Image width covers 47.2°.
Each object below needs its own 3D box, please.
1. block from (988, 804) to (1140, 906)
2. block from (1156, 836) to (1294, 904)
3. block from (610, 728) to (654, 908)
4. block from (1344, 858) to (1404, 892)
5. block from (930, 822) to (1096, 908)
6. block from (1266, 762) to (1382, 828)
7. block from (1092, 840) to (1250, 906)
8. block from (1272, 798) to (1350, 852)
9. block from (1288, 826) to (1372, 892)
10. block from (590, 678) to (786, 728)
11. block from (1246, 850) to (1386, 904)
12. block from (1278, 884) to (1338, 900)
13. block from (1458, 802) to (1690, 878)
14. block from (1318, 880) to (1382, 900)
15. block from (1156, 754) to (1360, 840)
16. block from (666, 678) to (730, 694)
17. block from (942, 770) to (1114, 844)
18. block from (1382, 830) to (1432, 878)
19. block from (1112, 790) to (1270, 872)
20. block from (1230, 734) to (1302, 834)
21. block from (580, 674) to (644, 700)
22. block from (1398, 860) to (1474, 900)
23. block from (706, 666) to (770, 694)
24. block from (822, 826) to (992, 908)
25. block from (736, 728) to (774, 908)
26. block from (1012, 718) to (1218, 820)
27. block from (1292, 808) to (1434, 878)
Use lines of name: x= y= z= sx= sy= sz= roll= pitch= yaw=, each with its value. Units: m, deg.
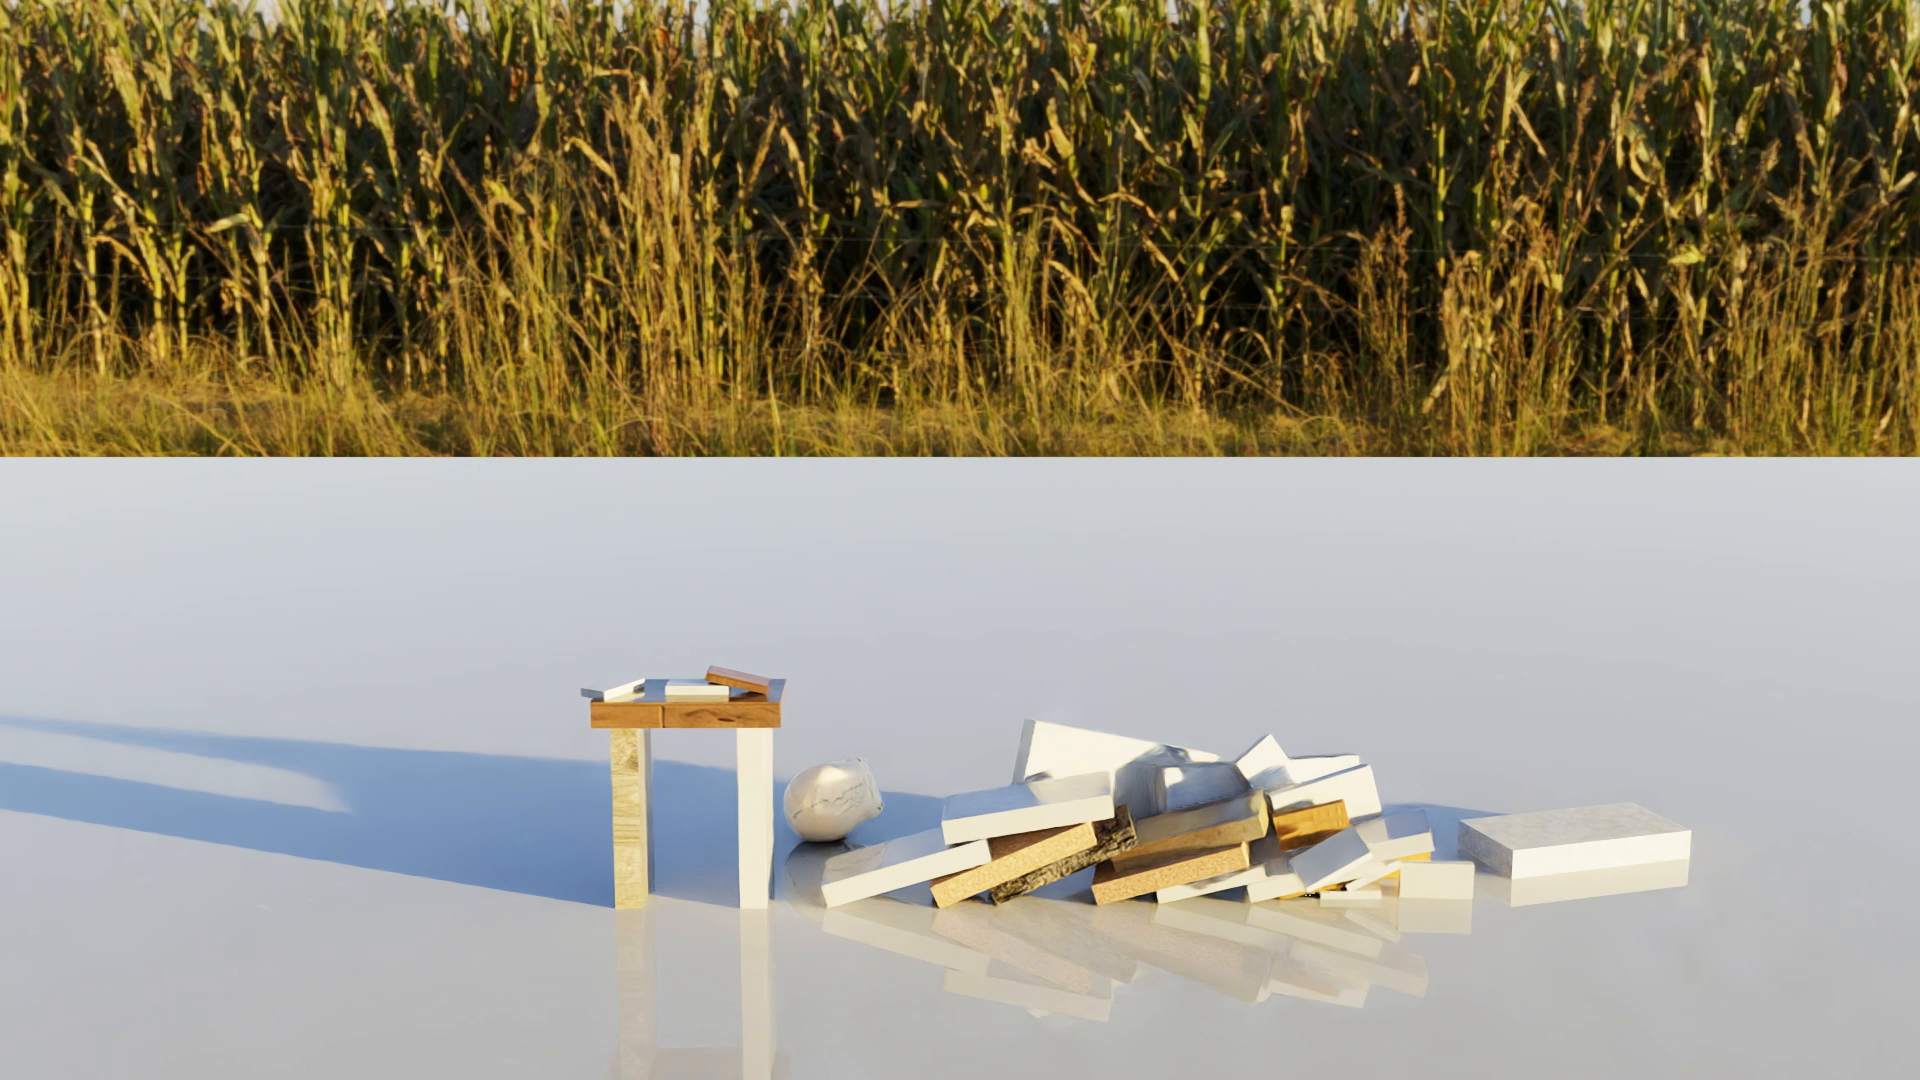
block: x=0.170 y=0.522 z=3.660 sx=0.256 sy=0.036 sz=0.128 roll=-23 pitch=9 yaw=5
block: x=0.434 y=0.548 z=3.666 sx=0.226 sy=0.032 sz=0.113 roll=-13 pitch=10 yaw=3
block: x=-0.542 y=0.439 z=3.645 sx=0.043 sy=0.305 sz=0.153 roll=0 pitch=11 yaw=0
block: x=0.684 y=0.549 z=3.649 sx=0.100 sy=0.014 sz=0.050 roll=-27 pitch=9 yaw=7
block: x=0.088 y=0.518 z=3.650 sx=0.279 sy=0.040 sz=0.139 roll=-23 pitch=9 yaw=5
block: x=0.607 y=0.441 z=3.663 sx=0.177 sy=0.089 sz=0.025 roll=-16 pitch=8 yaw=-8
block: x=0.350 y=0.534 z=3.642 sx=0.256 sy=0.036 sz=0.128 roll=-17 pitch=10 yaw=12
block: x=0.581 y=0.470 z=3.625 sx=0.120 sy=0.060 sz=0.017 roll=-14 pitch=10 yaw=7
block: x=0.598 y=0.515 z=3.552 sx=0.120 sy=0.017 sz=0.060 roll=-29 pitch=49 yaw=-3
block: x=-0.443 y=0.268 z=3.613 sx=0.305 sy=0.043 sz=0.153 roll=0 pitch=11 yaw=0
block: x=0.586 y=0.544 z=3.661 sx=0.226 sy=0.032 sz=0.113 roll=-14 pitch=10 yaw=5
block: x=0.576 y=0.574 z=3.662 sx=0.100 sy=0.014 sz=0.050 roll=-12 pitch=11 yaw=1
block: x=1.080 y=0.527 z=3.873 sx=0.355 sy=0.050 sz=0.177 roll=-3 pitch=11 yaw=-18
block: x=0.647 y=0.583 z=3.666 sx=0.100 sy=0.014 sz=0.050 roll=0 pitch=11 yaw=0
block: x=0.520 y=0.471 z=3.807 sx=0.355 sy=0.177 sz=0.050 roll=-2 pitch=-1 yaw=-13
block: x=-0.429 y=0.240 z=3.604 sx=0.101 sy=0.014 sz=0.050 roll=0 pitch=11 yaw=0
block: x=0.113 y=0.441 z=3.640 sx=0.279 sy=0.040 sz=0.140 roll=-10 pitch=10 yaw=5
block: x=0.708 y=0.530 z=3.738 sx=0.177 sy=0.089 sz=0.025 roll=0 pitch=23 yaw=0
block: x=0.383 y=0.482 z=3.650 sx=0.256 sy=0.036 sz=0.128 roll=-16 pitch=10 yaw=16
block: x=0.542 y=0.429 z=3.738 sx=0.089 sy=0.177 sz=0.025 roll=-36 pitch=3 yaw=-27
block: x=-0.569 y=0.241 z=3.600 sx=0.050 sy=0.014 sz=0.101 roll=6 pitch=12 yaw=30
block: x=0.790 y=0.563 z=3.648 sx=0.120 sy=0.060 sz=0.017 roll=1 pitch=11 yaw=4
block: x=-0.364 y=0.229 z=3.606 sx=0.101 sy=0.014 sz=0.050 roll=13 pitch=10 yaw=-1
block: x=-0.088 y=0.532 z=3.655 sx=0.279 sy=0.040 sz=0.140 roll=-16 pitch=10 yaw=3
block: x=-0.338 y=0.439 z=3.645 sx=0.043 sy=0.305 sz=0.153 roll=0 pitch=11 yaw=0
block: x=0.264 y=0.428 z=3.809 sx=0.355 sy=0.177 sz=0.050 roll=12 pitch=-2 yaw=-21
block: x=0.660 y=0.499 z=3.618 sx=0.226 sy=0.032 sz=0.113 roll=-13 pitch=10 yaw=10
